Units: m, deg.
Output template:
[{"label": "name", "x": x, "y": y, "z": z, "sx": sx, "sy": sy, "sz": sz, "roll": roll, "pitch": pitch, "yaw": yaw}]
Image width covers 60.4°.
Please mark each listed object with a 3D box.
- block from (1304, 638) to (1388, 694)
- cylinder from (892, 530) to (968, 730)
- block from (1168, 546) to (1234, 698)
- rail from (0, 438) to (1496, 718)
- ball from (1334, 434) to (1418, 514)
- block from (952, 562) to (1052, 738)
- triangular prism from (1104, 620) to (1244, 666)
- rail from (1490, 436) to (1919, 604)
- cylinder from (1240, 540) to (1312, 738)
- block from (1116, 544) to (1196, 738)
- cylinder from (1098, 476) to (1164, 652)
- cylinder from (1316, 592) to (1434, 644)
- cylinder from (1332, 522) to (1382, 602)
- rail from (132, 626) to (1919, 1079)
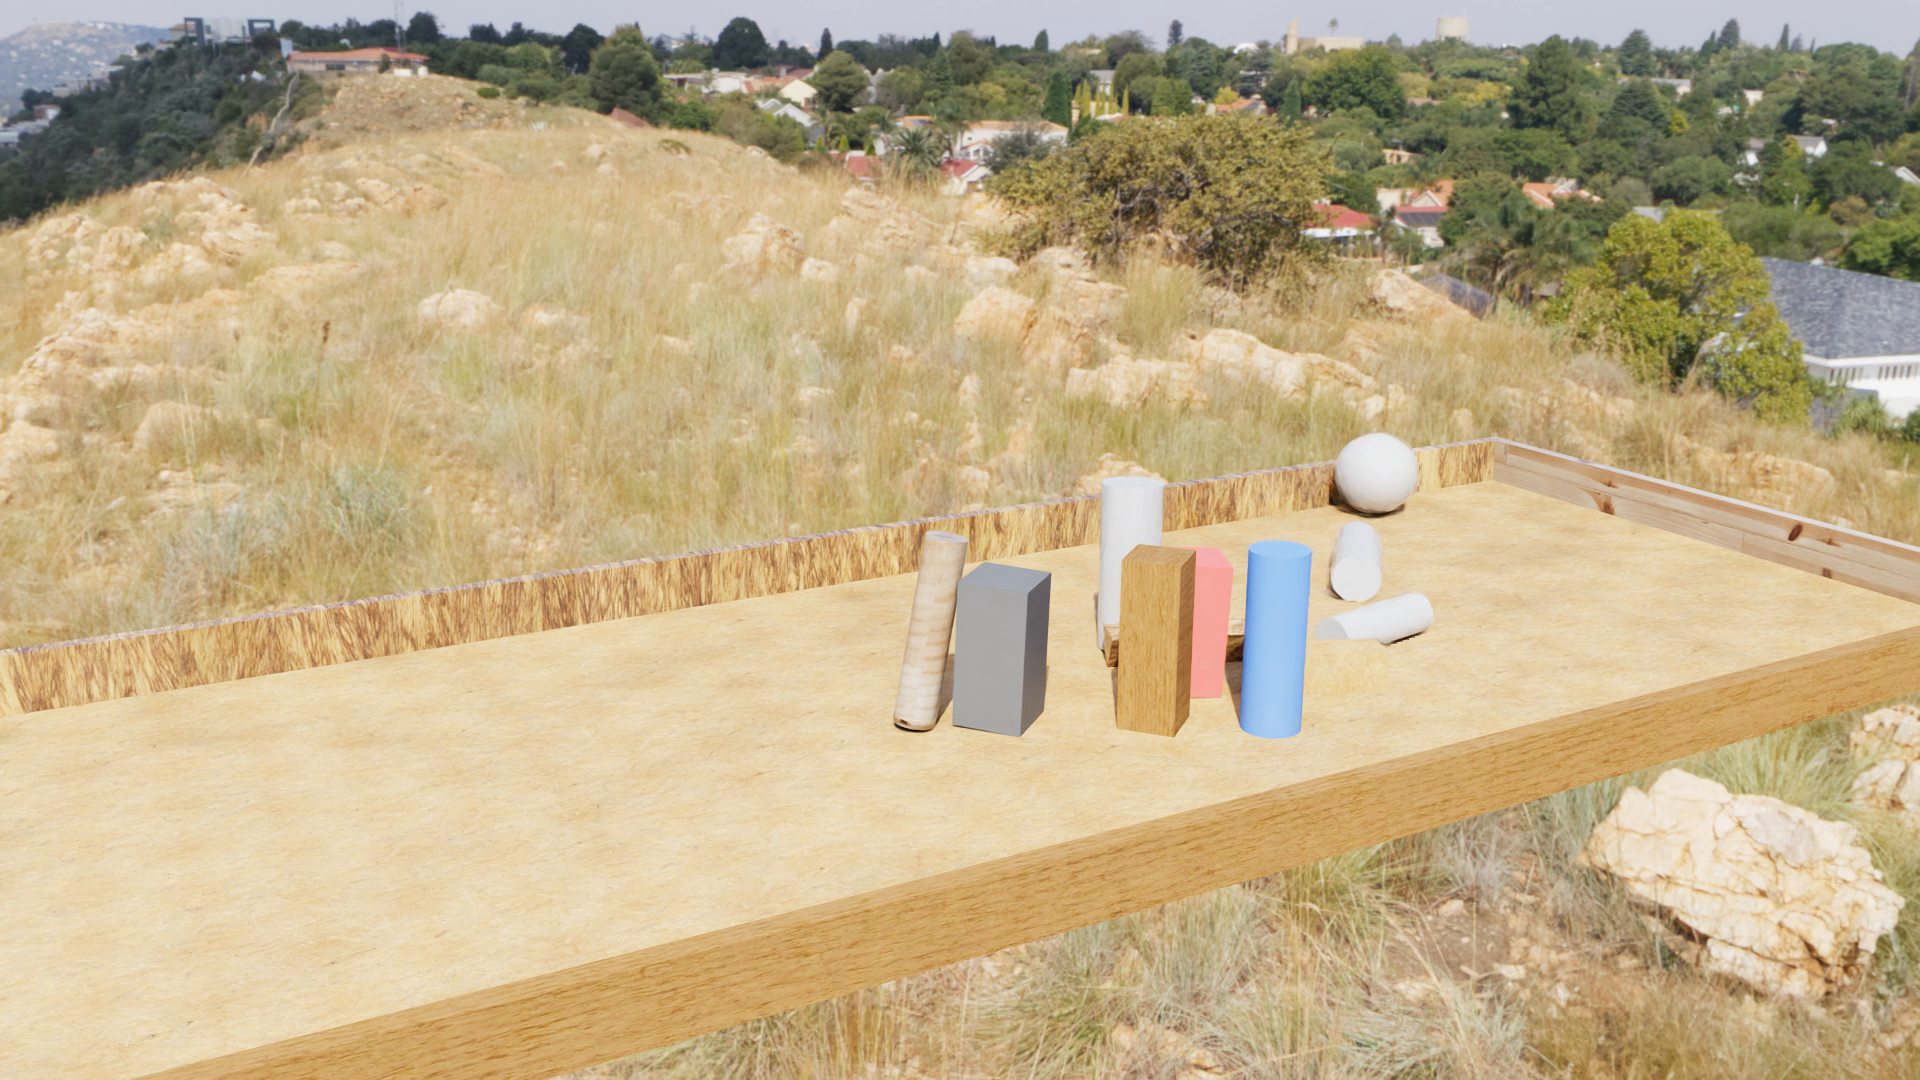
[{"label": "block", "x": 0.895, "y": 0.314, "z": 4.105, "sx": 0.309, "sy": 0.102, "sz": 0.102, "roll": -1, "pitch": 16, "yaw": -3}, {"label": "cylinder", "x": -0.069, "y": 0.210, "z": 3.819, "sx": 0.101, "sy": 0.452, "sz": 0.101, "roll": 10, "pitch": 12, "yaw": -2}, {"label": "block", "x": 0.558, "y": 0.201, "z": 4.066, "sx": 0.168, "sy": 0.334, "sz": 0.168, "roll": 1, "pitch": 16, "yaw": -4}, {"label": "rail", "x": -3.305, "y": 0.497, "z": 3.399, "sx": 12.000, "sy": 0.150, "sz": 0.050, "roll": -9, "pitch": 18, "yaw": -27}, {"label": "ball", "x": 1.419, "y": -0.226, "z": 5.635, "sx": 0.276, "sy": 0.276, "sz": 0.276, "roll": 0, "pitch": 16, "yaw": 0}, {"label": "block", "x": 0.098, "y": 0.253, "z": 3.857, "sx": 0.169, "sy": 0.352, "sz": 0.169, "roll": 9, "pitch": 18, "yaw": 20}, {"label": "triangular prism", "x": 0.564, "y": 0.255, "z": 4.232, "sx": 0.371, "sy": 0.111, "sz": 0.097, "roll": -2, "pitch": -14, "yaw": -7}, {"label": "rail", "x": 2.466, "y": -0.048, "z": 5.253, "sx": 0.050, "sy": 0.150, "sz": 2.100, "roll": -9, "pitch": 18, "yaw": -27}, {"label": "cylinder", "x": 0.727, "y": 0.229, "z": 3.804, "sx": 0.142, "sy": 0.434, "sz": 0.142, "roll": 0, "pitch": 16, "yaw": 0}, {"label": "block", "x": 0.456, "y": 0.232, "z": 3.832, "sx": 0.138, "sy": 0.413, "sz": 0.138, "roll": 7, "pitch": 18, "yaw": 21}, {"label": "cylinder", "x": 0.447, "y": 0.066, "z": 4.333, "sx": 0.162, "sy": 0.444, "sz": 0.162, "roll": 0, "pitch": 14, "yaw": 0}, {"label": "cylinder", "x": 1.105, "y": 0.226, "z": 4.390, "sx": 0.350, "sy": 0.111, "sz": 0.111, "roll": -12, "pitch": 20, "yaw": -36}, {"label": "cylinder", "x": 1.178, "y": 0.061, "z": 4.899, "sx": 0.141, "sy": 0.141, "sz": 0.364, "roll": 4, "pitch": 17, "yaw": 13}, {"label": "rail", "x": -2.336, "y": 1.006, "z": 1.665, "sx": 12.000, "sy": 0.150, "sz": 0.050, "roll": -9, "pitch": 18, "yaw": -27}]
